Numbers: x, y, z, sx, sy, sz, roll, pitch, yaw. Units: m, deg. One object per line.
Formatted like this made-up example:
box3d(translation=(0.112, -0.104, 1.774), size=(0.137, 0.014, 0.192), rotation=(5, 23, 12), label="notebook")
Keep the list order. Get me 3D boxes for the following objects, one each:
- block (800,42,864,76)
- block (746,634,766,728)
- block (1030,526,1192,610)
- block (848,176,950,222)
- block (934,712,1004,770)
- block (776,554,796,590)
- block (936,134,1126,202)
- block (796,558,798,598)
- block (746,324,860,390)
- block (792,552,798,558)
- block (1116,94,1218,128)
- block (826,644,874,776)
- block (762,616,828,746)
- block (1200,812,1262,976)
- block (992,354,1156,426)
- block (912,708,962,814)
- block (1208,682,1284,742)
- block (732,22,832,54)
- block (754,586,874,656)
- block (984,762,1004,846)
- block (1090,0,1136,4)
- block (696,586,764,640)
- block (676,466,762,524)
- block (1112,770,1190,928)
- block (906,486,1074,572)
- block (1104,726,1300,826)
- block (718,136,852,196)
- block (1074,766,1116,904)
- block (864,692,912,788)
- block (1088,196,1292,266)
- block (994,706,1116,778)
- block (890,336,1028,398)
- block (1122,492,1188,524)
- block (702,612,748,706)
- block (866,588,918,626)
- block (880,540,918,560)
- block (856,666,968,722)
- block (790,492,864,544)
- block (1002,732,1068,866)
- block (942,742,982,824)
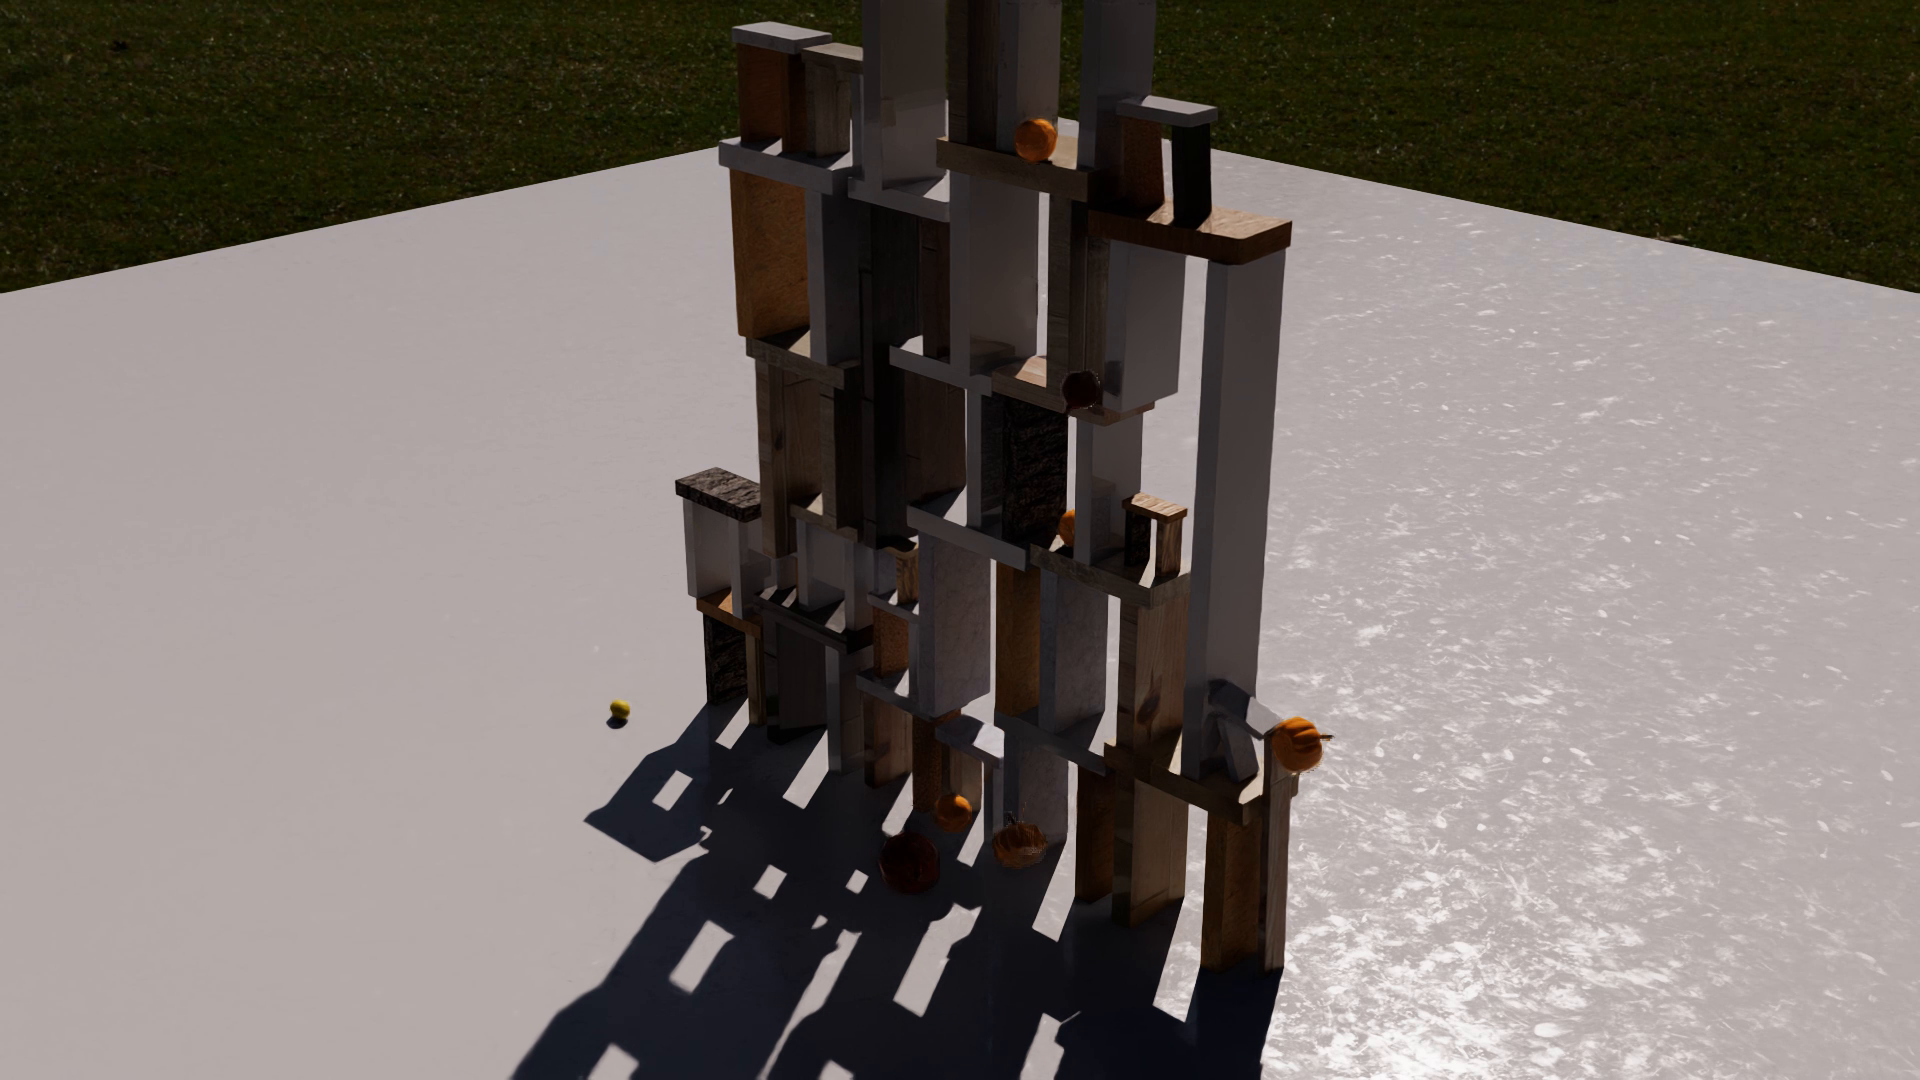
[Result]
box3d(translation=(-0.202, -0.889, 4.061), size=(0.175, 0.025, 0.088), rotation=(22, 31, 40), label="block")
box3d(translation=(-0.412, 0.290, 4.798), size=(0.109, 0.219, 0.031), rotation=(-21, 31, -41), label="block")
box3d(translation=(0.279, 0.044, 3.944), size=(0.286, 0.041, 0.143), rotation=(21, 31, 41), label="block")
box3d(translation=(-0.072, -0.636, 4.038), size=(0.130, 0.037, 0.260), rotation=(-21, 31, -40), label="block")
box3d(translation=(0.044, 0.396, 4.339), size=(0.089, 0.025, 0.178), rotation=(-21, 31, -40), label="block")
box3d(translation=(-0.366, 0.056, 4.649), size=(0.047, 0.094, 0.013), rotation=(-21, 31, -41), label="block")
box3d(translation=(0.146, -0.652, 3.784), size=(0.353, 0.050, 0.176), rotation=(21, 31, 40), label="block")
box3d(translation=(-0.322, 0.074, 4.607), size=(0.013, 0.094, 0.047), rotation=(22, 31, 40), label="block")
box3d(translation=(-0.273, -0.368, 4.356), size=(0.149, 0.042, 0.298), rotation=(-21, 31, -40), label="block")
box3d(translation=(-0.344, 0.016, 4.606), size=(0.094, 0.013, 0.047), rotation=(20, 30, 39), label="block")
box3d(translation=(0.335, -0.696, 3.566), size=(0.150, 0.021, 0.075), rotation=(20, 30, 39), label="block")
box3d(translation=(-0.209, 0.334, 4.597), size=(0.147, 0.294, 0.042), rotation=(-21, 31, -40), label="block")
box3d(translation=(-0.349, 0.280, 4.724), size=(0.042, 0.294, 0.147), rotation=(21, 31, 41), label="block")
box3d(translation=(0.504, 0.604, 3.932), size=(0.045, 0.318, 0.159), rotation=(21, 31, 41), label="block")
box3d(translation=(0.200, -0.266, 3.890), size=(0.267, 0.038, 0.134), rotation=(21, 31, 41), label="block")
box3d(translation=(-0.047, 0.436, 4.457), size=(0.031, 0.216, 0.108), rotation=(21, 31, 41), label="block")
box3d(translation=(0.490, 0.294, 3.771), size=(0.118, 0.017, 0.059), rotation=(37, 47, 29), label="block")
box3d(translation=(-0.339, -0.955, 4.180), size=(0.094, 0.027, 0.189), rotation=(-21, 30, -39), label="block")
box3d(translation=(-0.280, 0.153, 4.594), size=(0.147, 0.042, 0.294), rotation=(-21, 31, -40), label="block")
box3d(translation=(0.087, 0.506, 4.340), size=(0.089, 0.178, 0.025), rotation=(-21, 31, -40), label="block")
box3d(translation=(0.197, -0.923, 3.611), size=(0.136, 0.039, 0.272), rotation=(-22, 31, -40), label="block")
box3d(translation=(-0.464, 0.155, 4.796), size=(0.109, 0.031, 0.219), rotation=(-21, 31, -41), label="block")
box3d(translation=(-0.493, -0.098, 4.718), size=(0.231, 0.033, 0.116), rotation=(21, 31, 40), label="block")
box3d(translation=(0.354, 0.545, 4.069), size=(0.045, 0.318, 0.159), rotation=(21, 31, 41), label="block")
box3d(translation=(0.063, -0.026, 4.146), size=(0.310, 0.044, 0.155), rotation=(21, 31, 40), label="block")
box3d(translation=(0.429, 0.407, 3.930), size=(0.318, 0.045, 0.159), rotation=(21, 31, 41), label="block")
box3d(translation=(-0.293, -0.730, 4.229), size=(0.169, 0.048, 0.338), rotation=(-21, 31, -40), label="block")
box3d(translation=(0.282, 0.531, 4.146), size=(0.040, 0.283, 0.142), rotation=(21, 31, 41), label="block")
box3d(translation=(-0.148, 0.396, 4.550), size=(0.108, 0.216, 0.031), rotation=(-21, 31, -41), label="block")
box3d(translation=(0.375, -0.511, 3.600), size=(0.299, 0.042, 0.149), rotation=(18, 29, 36), label="block")
box3d(translation=(0.215, 0.356, 4.145), size=(0.283, 0.040, 0.142), rotation=(21, 31, 41), label="block")
box3d(translation=(0.009, -0.328, 4.073), size=(0.266, 0.038, 0.133), rotation=(21, 31, 40), label="block")
box3d(translation=(0.339, -0.056, 3.838), size=(0.105, 0.015, 0.053), rotation=(21, 31, 40), label="block")
box3d(translation=(-0.515, 0.250, 4.893), size=(0.031, 0.219, 0.109), rotation=(21, 31, 41), label="block")
box3d(translation=(-0.104, 0.128, 4.396), size=(0.079, 0.022, 0.157), rotation=(-21, 31, -40), label="block")
box3d(translation=(-0.125, 0.011, 4.363), size=(0.051, 0.015, 0.103), rotation=(-20, 30, -40), label="block")
box3d(translation=(-0.098, 0.303, 4.455), size=(0.216, 0.031, 0.108), rotation=(21, 31, 41), label="block")
box3d(translation=(-0.240, -0.049, 4.458), size=(0.203, 0.029, 0.102), rotation=(21, 31, 40), label="block")
box3d(translation=(0.148, 0.479, 4.269), size=(0.040, 0.283, 0.142), rotation=(21, 31, 41), label="block")
box3d(translation=(0.003, 0.473, 4.418), size=(0.089, 0.178, 0.025), rotation=(-21, 31, -41), label="block")
